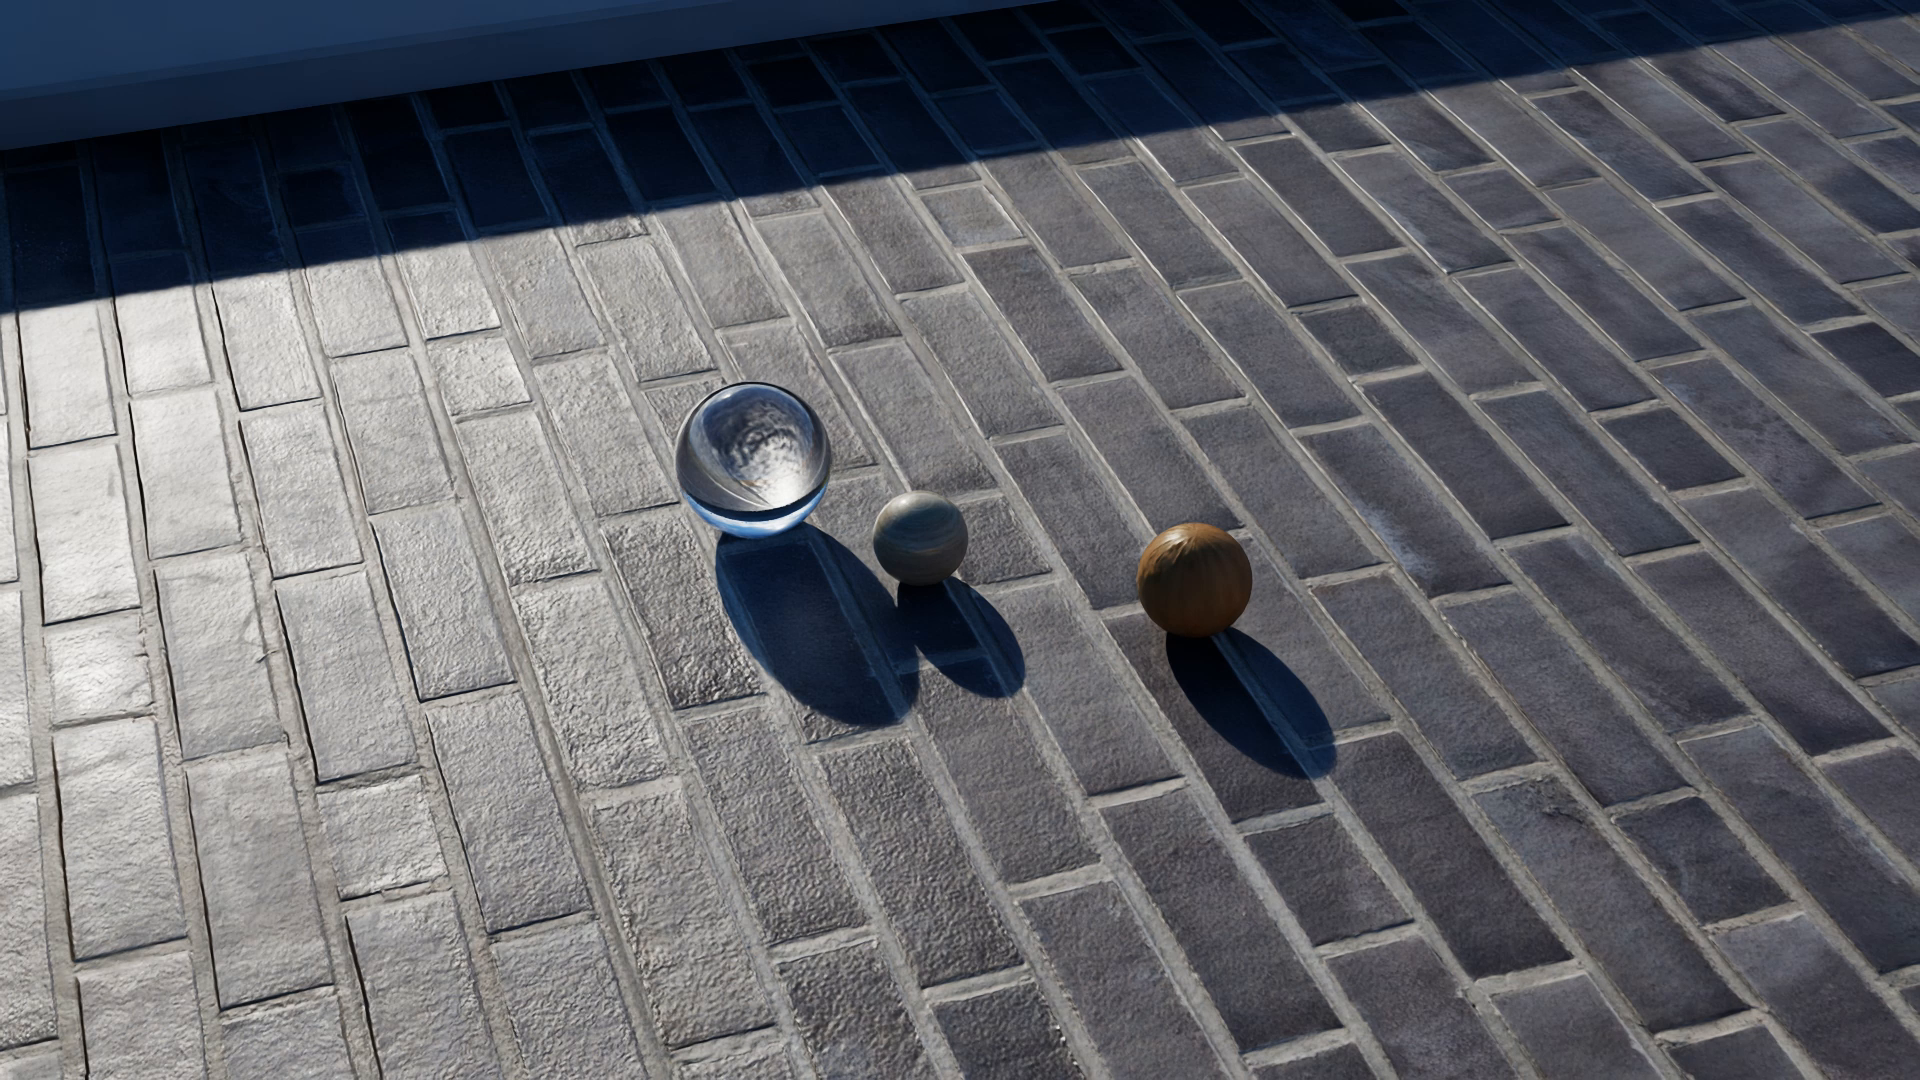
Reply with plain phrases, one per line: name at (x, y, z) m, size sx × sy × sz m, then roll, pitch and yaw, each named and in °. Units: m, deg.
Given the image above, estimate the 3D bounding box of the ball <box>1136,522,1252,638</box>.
ball at (0.139, 0.024, 1.523) m, size 0.069 × 0.069 × 0.069 m, roll 0°, pitch 35°, yaw 0°

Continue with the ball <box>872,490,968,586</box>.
ball at (-0.024, -0.001, 1.567) m, size 0.059 × 0.059 × 0.059 m, roll 0°, pitch 35°, yaw 0°

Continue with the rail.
rail at (0.386, -0.583, 2.324) m, size 2.723 × 0.129 × 0.045 m, roll -11°, pitch 37°, yaw -15°

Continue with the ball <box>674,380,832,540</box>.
ball at (-0.129, -0.050, 1.601) m, size 0.099 × 0.099 × 0.099 m, roll 0°, pitch 35°, yaw 0°
